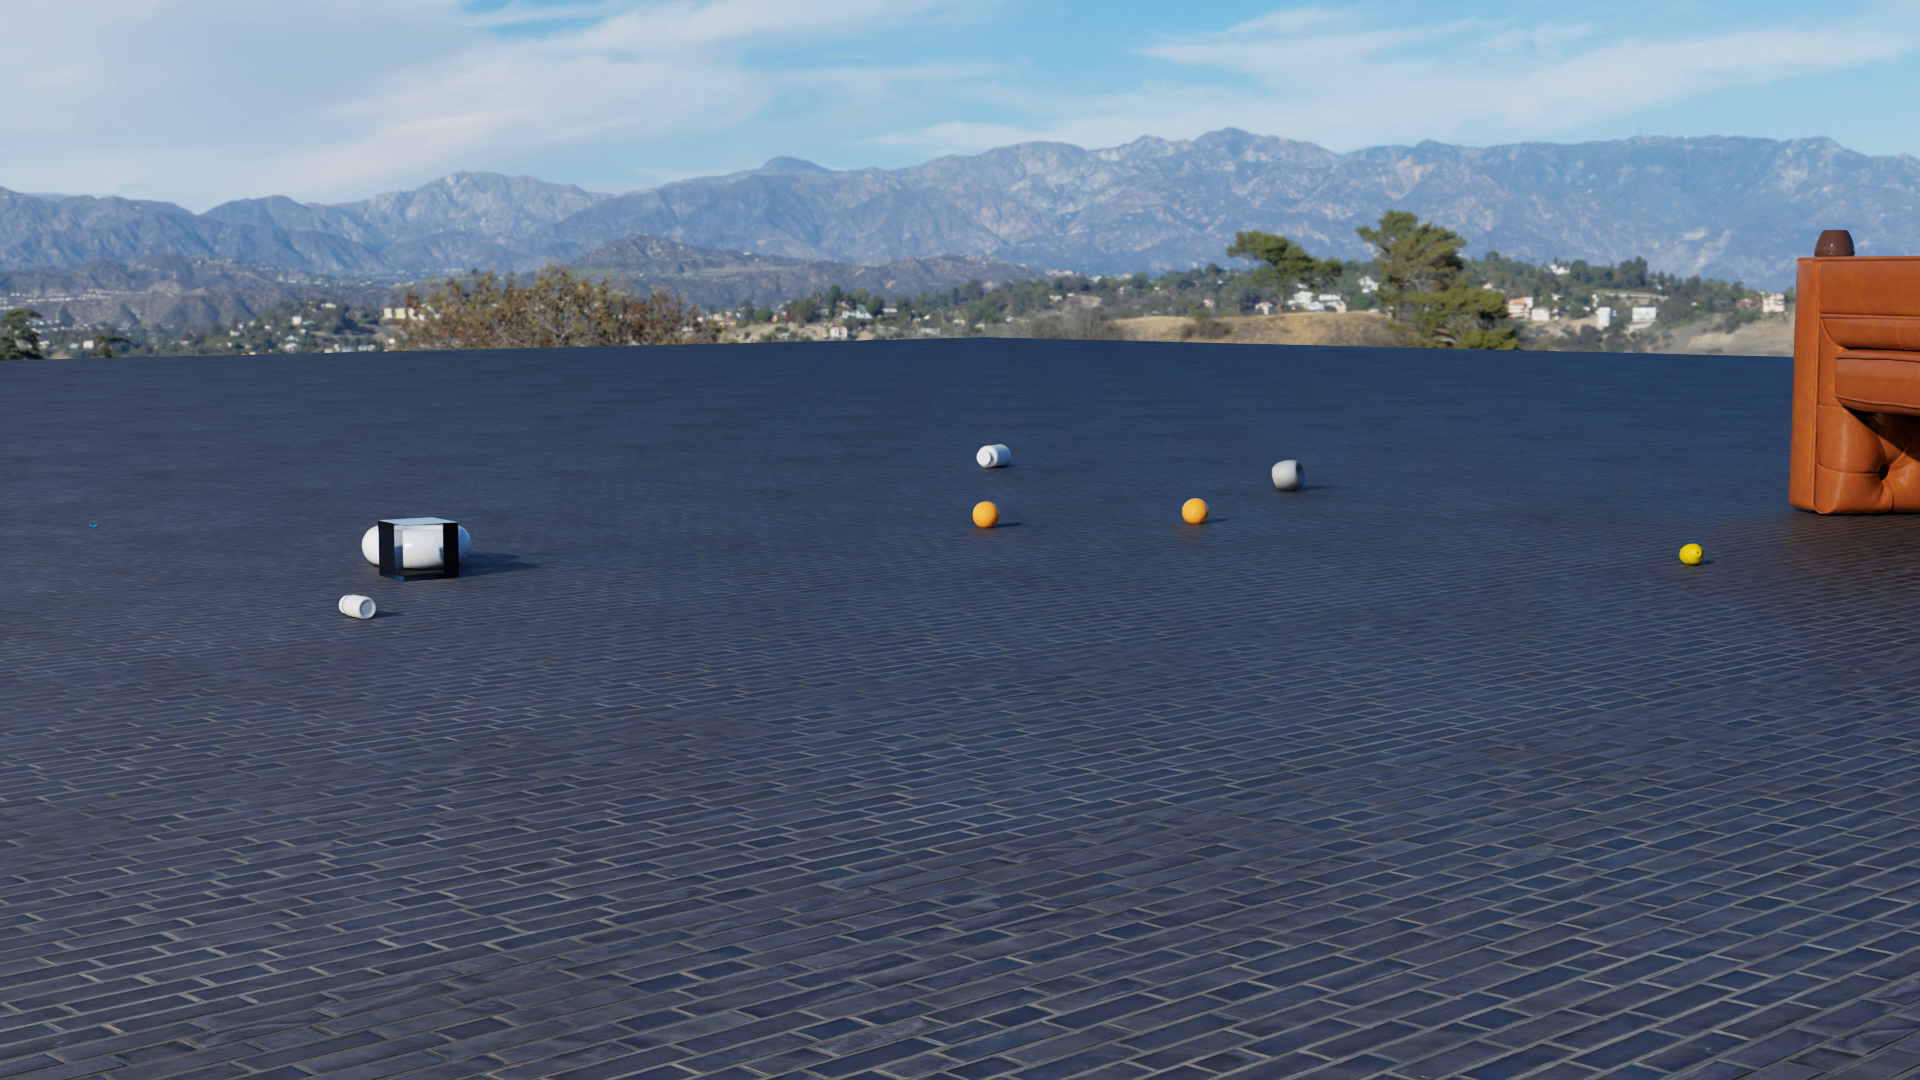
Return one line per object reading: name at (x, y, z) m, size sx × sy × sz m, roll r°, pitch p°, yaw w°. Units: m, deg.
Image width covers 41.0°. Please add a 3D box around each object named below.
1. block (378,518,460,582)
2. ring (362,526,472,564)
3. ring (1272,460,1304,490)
block at (-1.187, 0.020, 5.624) m, size 0.128 × 0.122 × 0.141 m, roll -4°, pitch 7°, yaw -34°
ring at (-1.244, 0.011, 5.874) m, size 0.253 × 0.090 × 0.231 m, roll 1°, pitch 5°, yaw 23°
ring at (1.011, -0.198, 7.894) m, size 0.078 × 0.094 × 0.150 m, roll -11°, pitch -7°, yaw 20°
